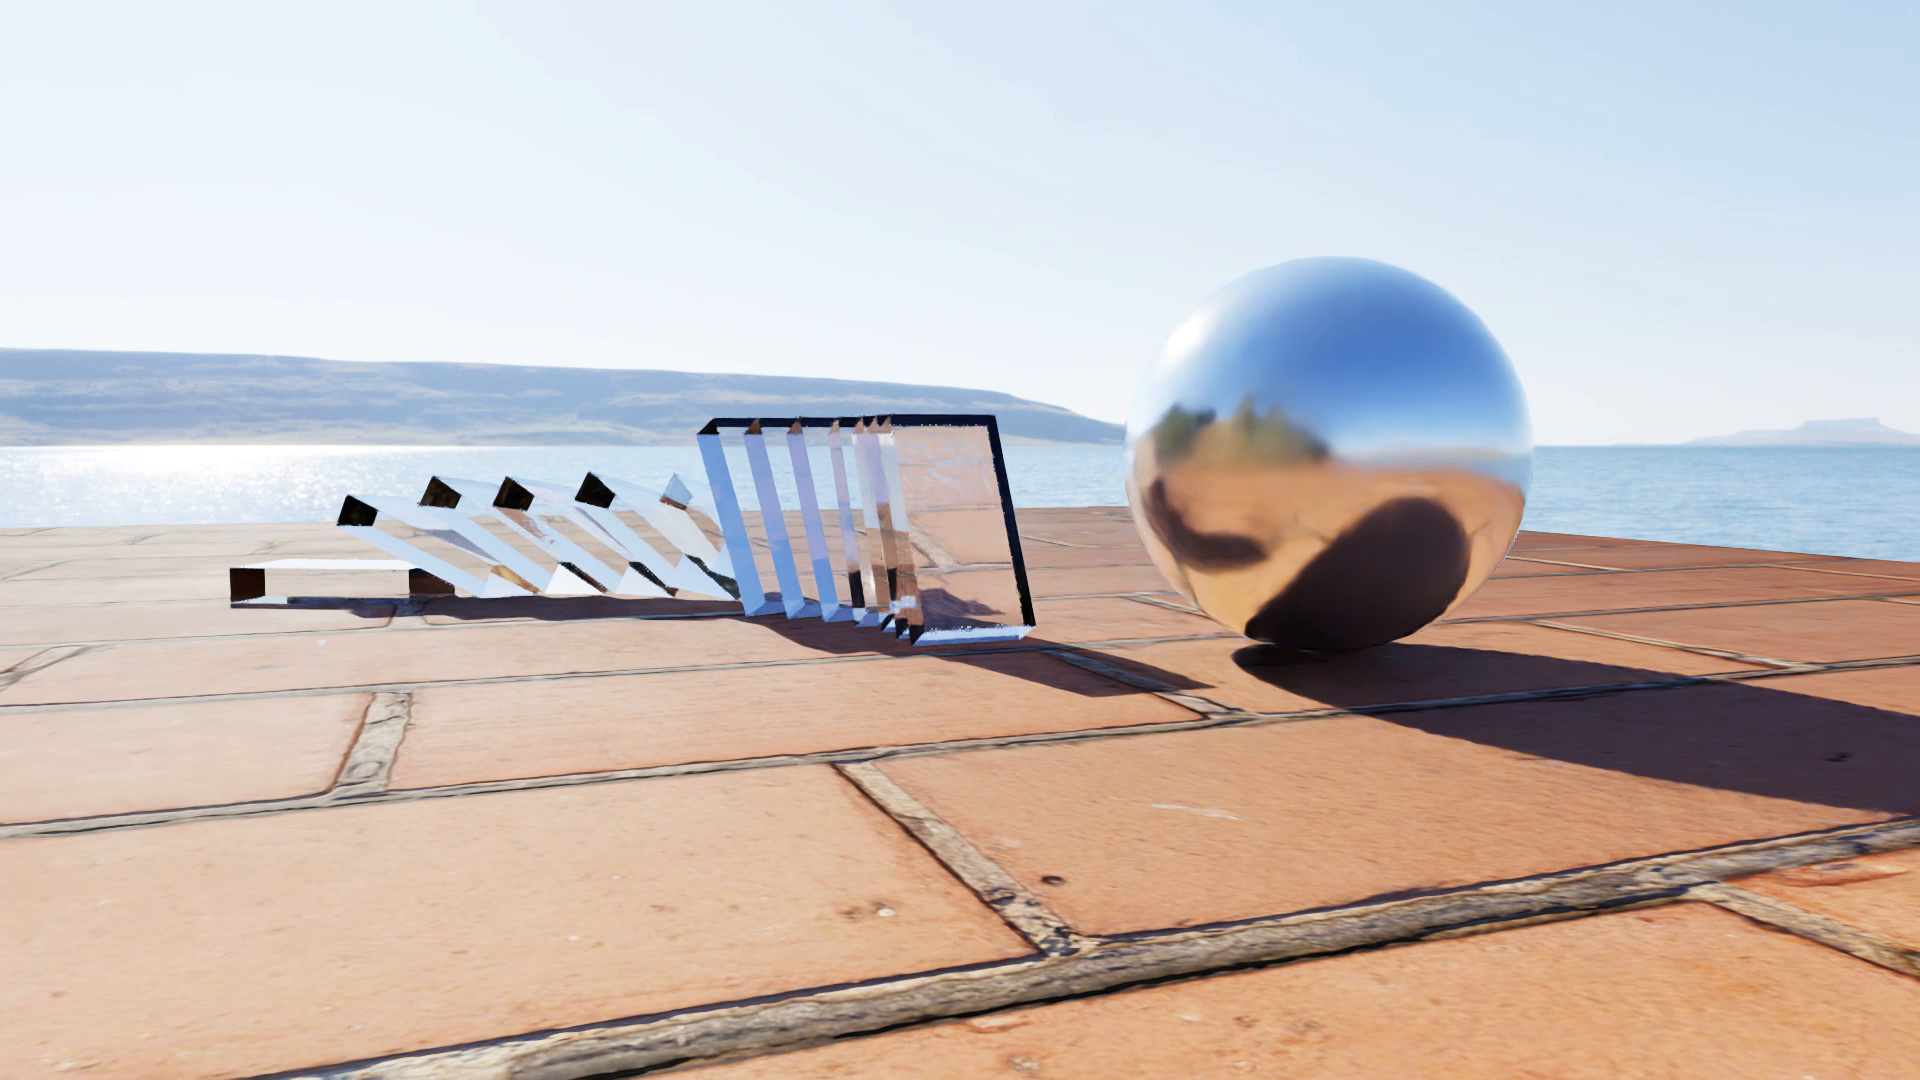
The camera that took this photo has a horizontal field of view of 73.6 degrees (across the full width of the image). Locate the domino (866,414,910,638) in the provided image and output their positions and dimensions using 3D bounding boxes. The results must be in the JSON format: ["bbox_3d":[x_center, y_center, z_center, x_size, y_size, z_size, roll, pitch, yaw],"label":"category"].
[{"bbox_3d":[-0.005,-0.004,0.289,0.025,0.050,0.010,-2,-22,-22],"label":"domino"}]

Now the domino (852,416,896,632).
[{"bbox_3d":[-0.009,-0.004,0.299,0.025,0.050,0.010,-2,-22,-22],"label":"domino"}]

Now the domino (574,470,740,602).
[{"bbox_3d":[-0.082,-0.001,0.351,0.050,0.010,0.025,35,10,37],"label":"domino"}]

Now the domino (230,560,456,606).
[{"bbox_3d":[-0.169,0.011,0.353,0.050,0.010,0.025,0,4,5],"label":"domino"}]

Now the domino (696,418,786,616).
[{"bbox_3d":[-0.048,-0.007,0.328,0.025,0.050,0.010,-4,-20,-43],"label":"domino"}]

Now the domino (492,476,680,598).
[{"bbox_3d":[-0.102,-0.001,0.353,0.050,0.009,0.025,31,8,24],"label":"domino"}]

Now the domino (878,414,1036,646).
[{"bbox_3d":[-0.001,-0.003,0.279,0.025,0.050,0.010,-2,-22,-22],"label":"domino"}]

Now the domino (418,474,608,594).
[{"bbox_3d":[-0.122,-0.001,0.356,0.050,0.010,0.025,30,8,20],"label":"domino"}]

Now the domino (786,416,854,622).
[{"bbox_3d":[-0.025,-0.006,0.316,0.025,0.050,0.010,-3,-21,-31],"label":"domino"}]

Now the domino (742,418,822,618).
[{"bbox_3d":[-0.036,-0.006,0.323,0.025,0.050,0.010,-3,-21,-37],"label":"domino"}]

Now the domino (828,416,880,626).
[{"bbox_3d":[-0.015,-0.005,0.308,0.025,0.050,0.010,-2,-22,-22],"label":"domino"}]

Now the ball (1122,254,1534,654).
[{"bbox_3d":[0.073,-0.017,0.261,0.080,0.080,0.080,0,4,0],"label":"ball"}]

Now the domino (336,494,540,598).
[{"bbox_3d":[-0.143,0.001,0.356,0.050,0.009,0.025,23,6,14],"label":"domino"}]

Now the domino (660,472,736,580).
[{"bbox_3d":[-0.062,-0.002,0.350,0.025,0.010,0.050,23,10,-35],"label":"domino"}]
